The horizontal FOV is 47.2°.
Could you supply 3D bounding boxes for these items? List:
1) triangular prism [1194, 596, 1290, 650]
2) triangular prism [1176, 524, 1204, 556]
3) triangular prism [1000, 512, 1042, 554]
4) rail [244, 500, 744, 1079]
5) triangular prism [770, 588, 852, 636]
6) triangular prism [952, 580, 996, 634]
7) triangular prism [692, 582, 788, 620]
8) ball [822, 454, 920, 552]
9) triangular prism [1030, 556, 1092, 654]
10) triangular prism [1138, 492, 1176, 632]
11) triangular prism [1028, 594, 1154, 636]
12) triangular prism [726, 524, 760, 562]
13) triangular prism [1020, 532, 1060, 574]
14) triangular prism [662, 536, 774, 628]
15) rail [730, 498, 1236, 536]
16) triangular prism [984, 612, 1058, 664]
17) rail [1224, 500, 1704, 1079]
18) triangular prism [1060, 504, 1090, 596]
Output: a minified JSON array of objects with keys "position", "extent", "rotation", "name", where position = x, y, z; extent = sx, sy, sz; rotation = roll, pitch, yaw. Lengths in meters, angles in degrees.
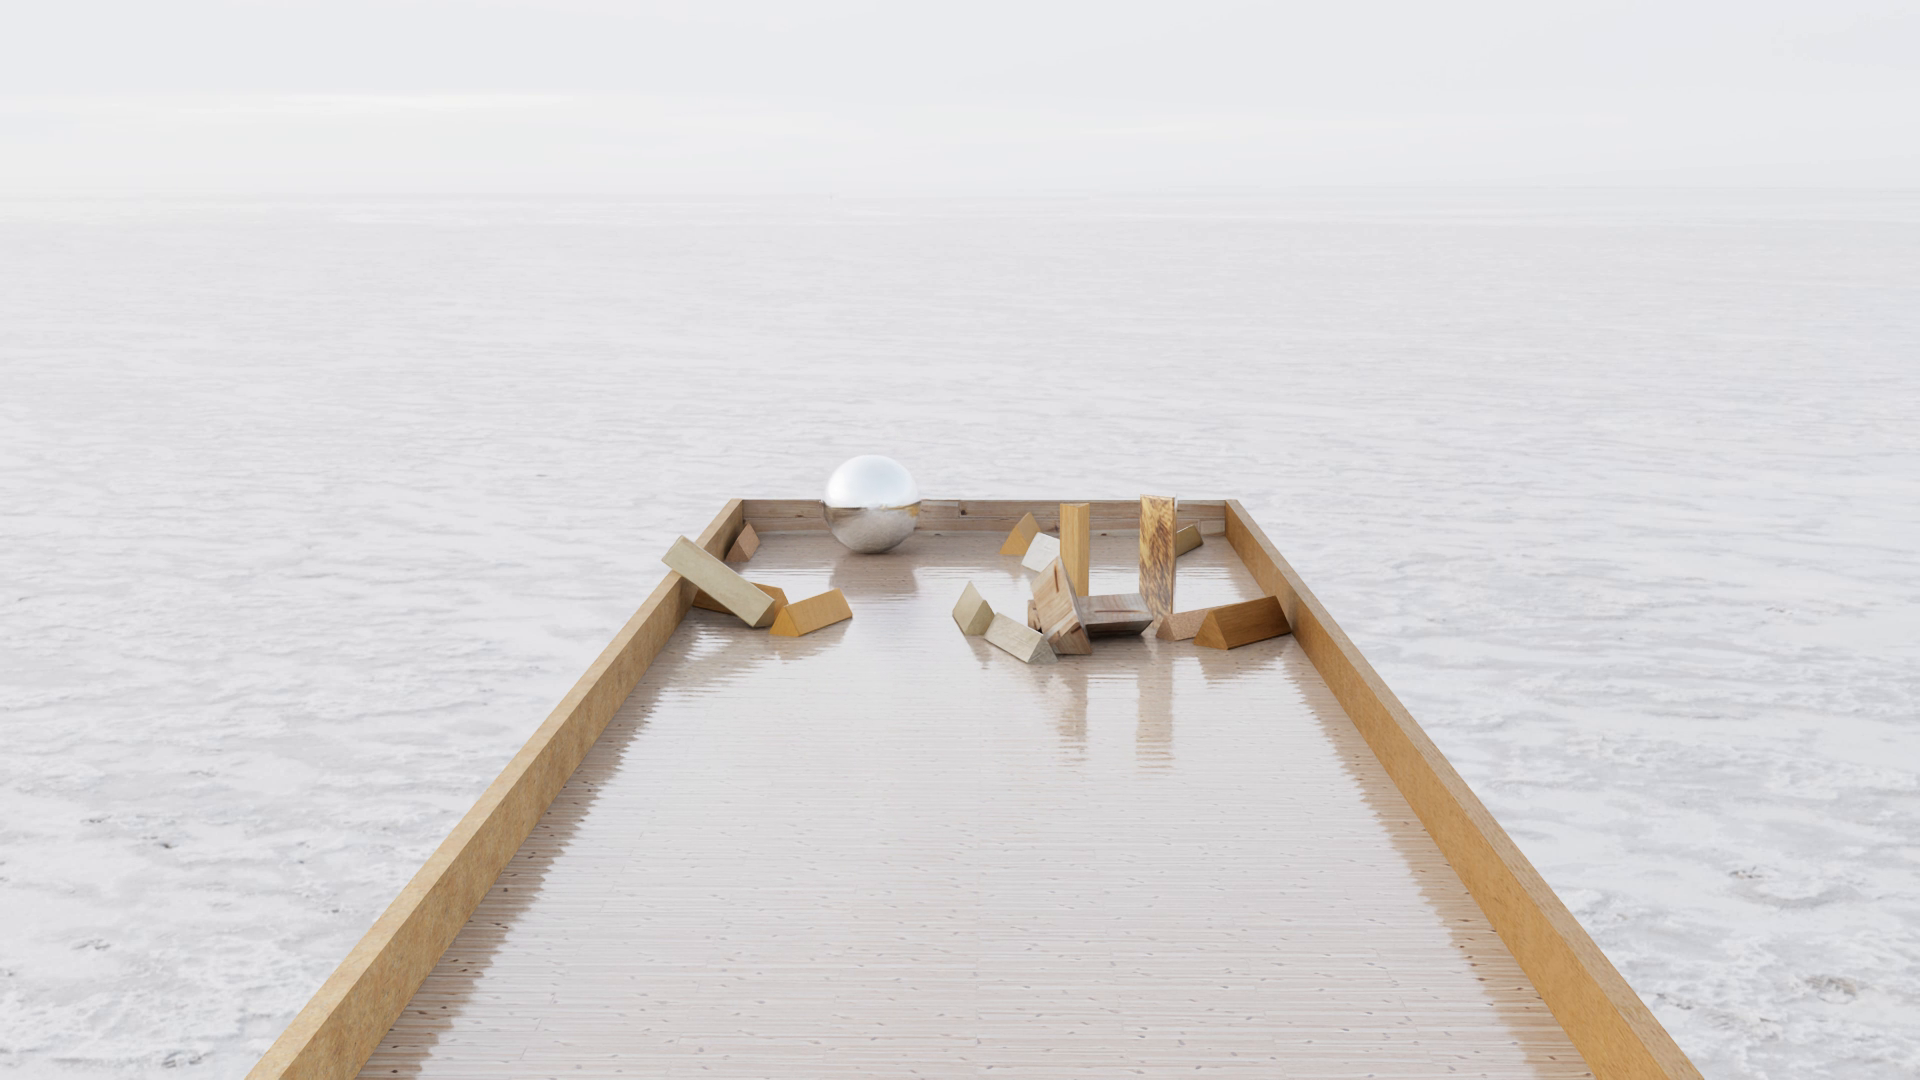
[{"position":[0.902,0.256,7.007],"extent":[0.134,0.116,0.355],"rotation":[8,12,41],"name":"triangular prism"},{"position":[0.858,0.007,8.711],"extent":[0.088,0.076,0.443],"rotation":[4,10,23],"name":"triangular prism"},{"position":[0.252,-0.030,8.817],"extent":[0.131,0.113,0.388],"rotation":[2,9,9],"name":"triangular prism"},{"position":[-1.004,0.839,3.234],"extent":[0.050,0.150,12.000],"rotation":[0,9,1],"name":"rail"},{"position":[-0.487,0.232,7.229],"extent":[0.107,0.093,0.375],"rotation":[4,10,25],"name":"triangular prism"},{"position":[0.059,0.218,7.252],"extent":[0.130,0.113,0.365],"rotation":[-1,9,-7],"name":"triangular prism"},{"position":[-0.736,0.189,7.448],"extent":[0.125,0.108,0.403],"rotation":[-8,12,-43],"name":"triangular prism"},{"position":[-0.349,-0.144,8.673],"extent":[0.390,0.390,0.390],"rotation":[0,9,0],"name":"ball"},{"position":[0.326,0.198,6.865],"extent":[0.142,0.123,0.334],"rotation":[3,36,-12],"name":"triangular prism"},{"position":[0.673,0.066,7.193],"extent":[0.132,0.439,0.114],"rotation":[7,12,39],"name":"triangular prism"},{"position":[0.407,0.233,7.004],"extent":[0.387,0.114,0.132],"rotation":[-3,-22,-18],"name":"triangular prism"},{"position":[-0.859,0.006,8.698],"extent":[0.094,0.081,0.445],"rotation":[0,9,1],"name":"triangular prism"},{"position":[0.354,0.054,8.257],"extent":[0.142,0.123,0.313],"rotation":[-3,10,-21],"name":"triangular prism"},{"position":[-0.787,0.131,7.280],"extent":[0.436,0.097,0.112],"rotation":[33,20,26],"name":"triangular prism"},{"position":[0.099,-0.098,9.147],"extent":[2.100,0.150,0.050],"rotation":[0,9,1],"name":"rail"},{"position":[0.186,0.299,6.834],"extent":[0.098,0.085,0.397],"rotation":[-3,9,-19],"name":"triangular prism"},{"position":[1.046,0.843,3.208],"extent":[0.050,0.150,12.000],"rotation":[0,9,1],"name":"rail"},{"position":[0.389,0.083,7.195],"extent":[0.084,0.404,0.097],"rotation":[-7,11,-38],"name":"triangular prism"}]
